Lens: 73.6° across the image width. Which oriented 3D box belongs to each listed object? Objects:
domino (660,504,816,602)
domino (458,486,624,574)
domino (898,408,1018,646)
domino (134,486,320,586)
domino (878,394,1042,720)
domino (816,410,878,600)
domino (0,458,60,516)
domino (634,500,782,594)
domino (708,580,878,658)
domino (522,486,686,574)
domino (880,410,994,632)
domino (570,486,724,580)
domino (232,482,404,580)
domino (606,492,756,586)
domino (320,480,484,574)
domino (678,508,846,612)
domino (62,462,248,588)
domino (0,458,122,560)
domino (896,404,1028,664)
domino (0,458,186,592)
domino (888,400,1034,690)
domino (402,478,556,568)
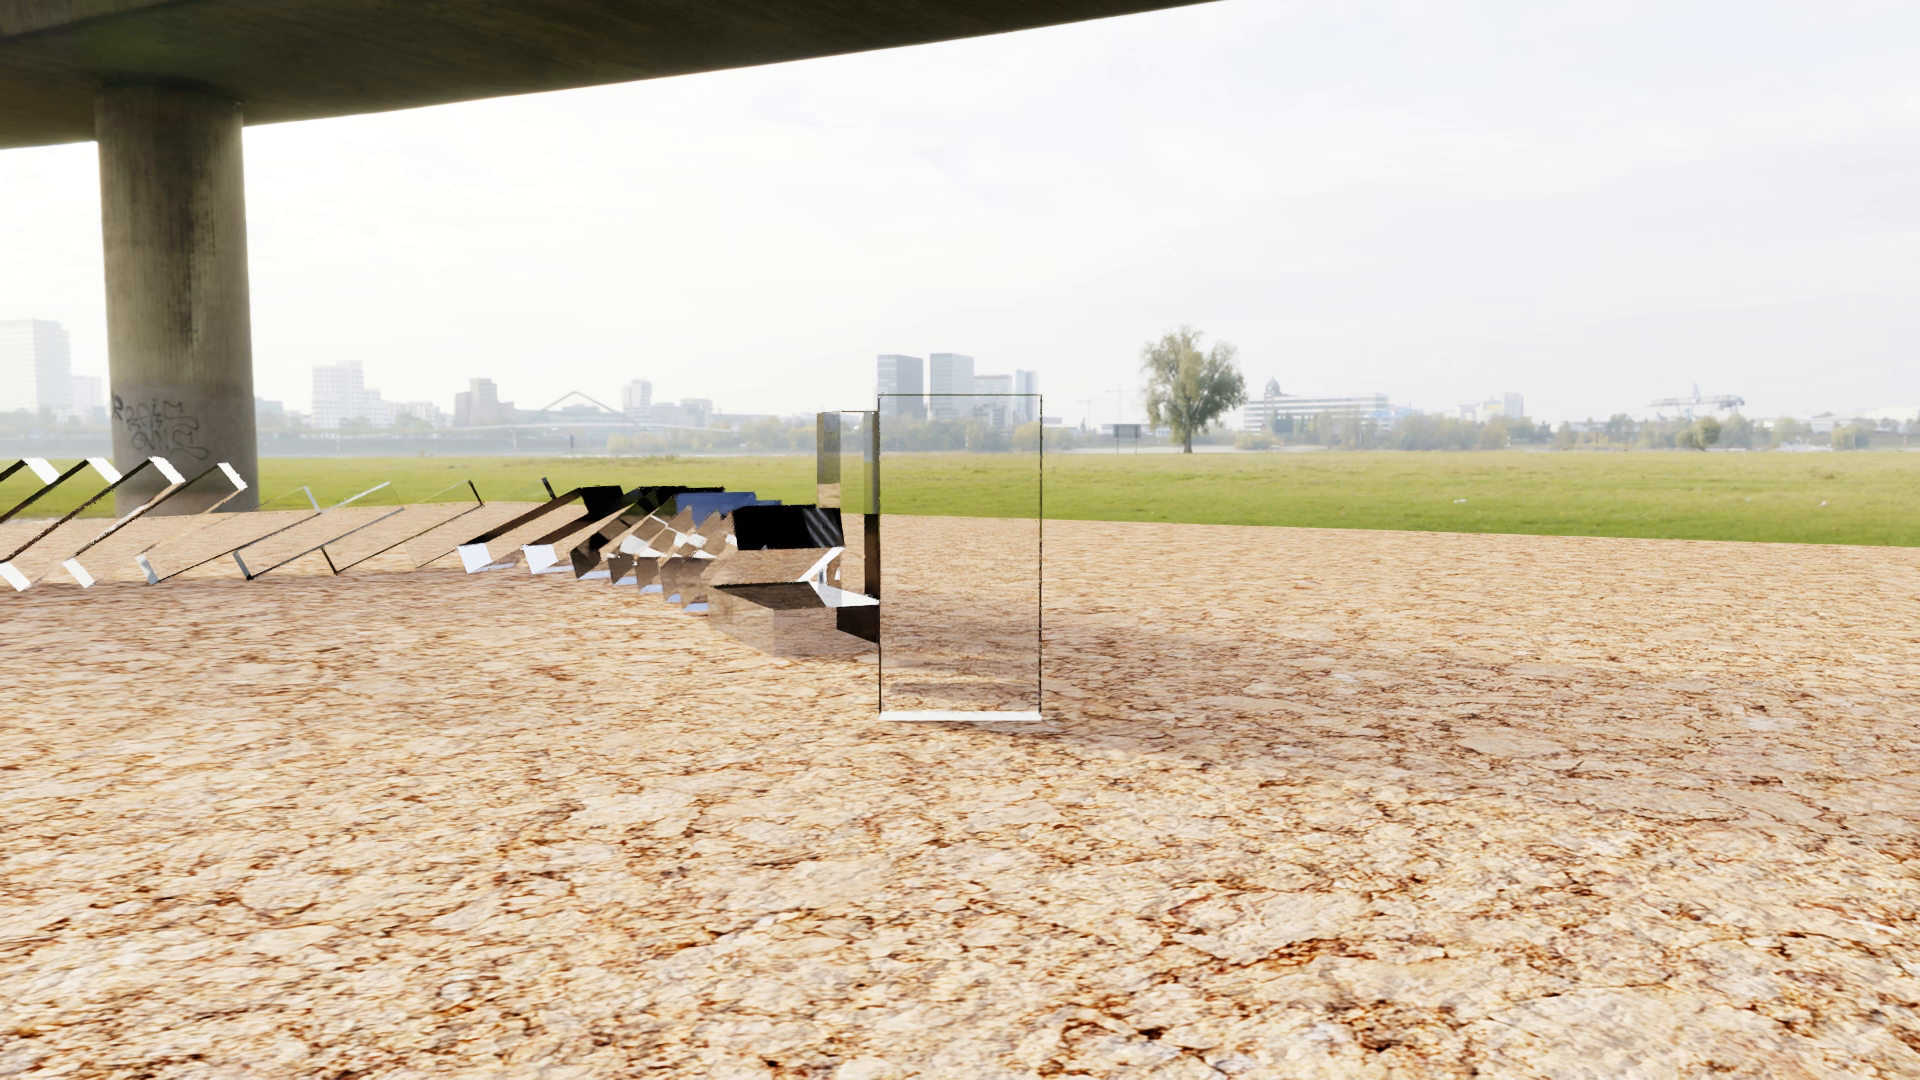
[{"bbox_3d":[-0.058,0.004,0.332,0.025,0.010,0.050,-3,-17,-31],"label":"domino"},{"bbox_3d":[-0.138,-0.004,0.427,0.050,0.009,0.025,-23,-2,16],"label":"domino"},{"bbox_3d":[-0.001,-0.003,0.275,0.025,0.050,0.010,0,4,-4],"label":"domino"},{"bbox_3d":[-0.230,-0.002,0.405,0.050,0.010,0.025,-27,15,-21],"label":"domino"},{"bbox_3d":[0.000,0.002,0.201,0.025,0.050,0.010,0,4,0],"label":"domino"},{"bbox_3d":[-0.026,-0.005,0.304,0.010,0.050,0.025,-1,5,-19],"label":"domino"},{"bbox_3d":[-0.289,-0.005,0.373,0.050,0.010,0.025,-41,19,-16],"label":"domino"},{"bbox_3d":[-0.070,0.002,0.354,0.025,0.009,0.050,-3,-17,-33],"label":"domino"},{"bbox_3d":[-0.037,0.017,0.283,0.025,0.009,0.050,-2,5,-26],"label":"domino"},{"bbox_3d":[-0.114,-0.003,0.417,0.050,0.010,0.025,-24,-6,22],"label":"domino"},{"bbox_3d":[-0.005,-0.005,0.300,0.025,0.050,0.010,-2,5,-30],"label":"domino"},{"bbox_3d":[-0.096,-0.002,0.397,0.050,0.010,0.025,-28,-15,39],"label":"domino"},{"bbox_3d":[-0.207,-0.004,0.417,0.050,0.009,0.025,-29,15,-21],"label":"domino"},{"bbox_3d":[-0.082,0.000,0.376,0.025,0.010,0.050,-3,-18,-39],"label":"domino"},{"bbox_3d":[-0.186,-0.005,0.429,0.050,0.010,0.025,-29,13,-20],"label":"domino"},{"bbox_3d":[-0.048,0.005,0.305,0.025,0.009,0.050,-2,-17,-27],"label":"domino"},{"bbox_3d":[-0.247,-0.005,0.396,0.050,0.009,0.025,-38,18,-17],"label":"domino"},{"bbox_3d":[-0.275,-0.005,0.379,0.050,0.010,0.025,-41,19,-16],"label":"domino"},{"bbox_3d":[0.000,-0.001,0.251,0.025,0.050,0.010,0,4,-1],"label":"domino"},{"bbox_3d":[-0.261,-0.006,0.387,0.050,0.010,0.025,-41,19,-16],"label":"domino"},{"bbox_3d":[0.000,0.001,0.226,0.025,0.050,0.010,0,4,1],"label":"domino"},{"bbox_3d":[-0.164,-0.006,0.440,0.050,0.009,0.025,-29,11,-21],"label":"domino"}]
